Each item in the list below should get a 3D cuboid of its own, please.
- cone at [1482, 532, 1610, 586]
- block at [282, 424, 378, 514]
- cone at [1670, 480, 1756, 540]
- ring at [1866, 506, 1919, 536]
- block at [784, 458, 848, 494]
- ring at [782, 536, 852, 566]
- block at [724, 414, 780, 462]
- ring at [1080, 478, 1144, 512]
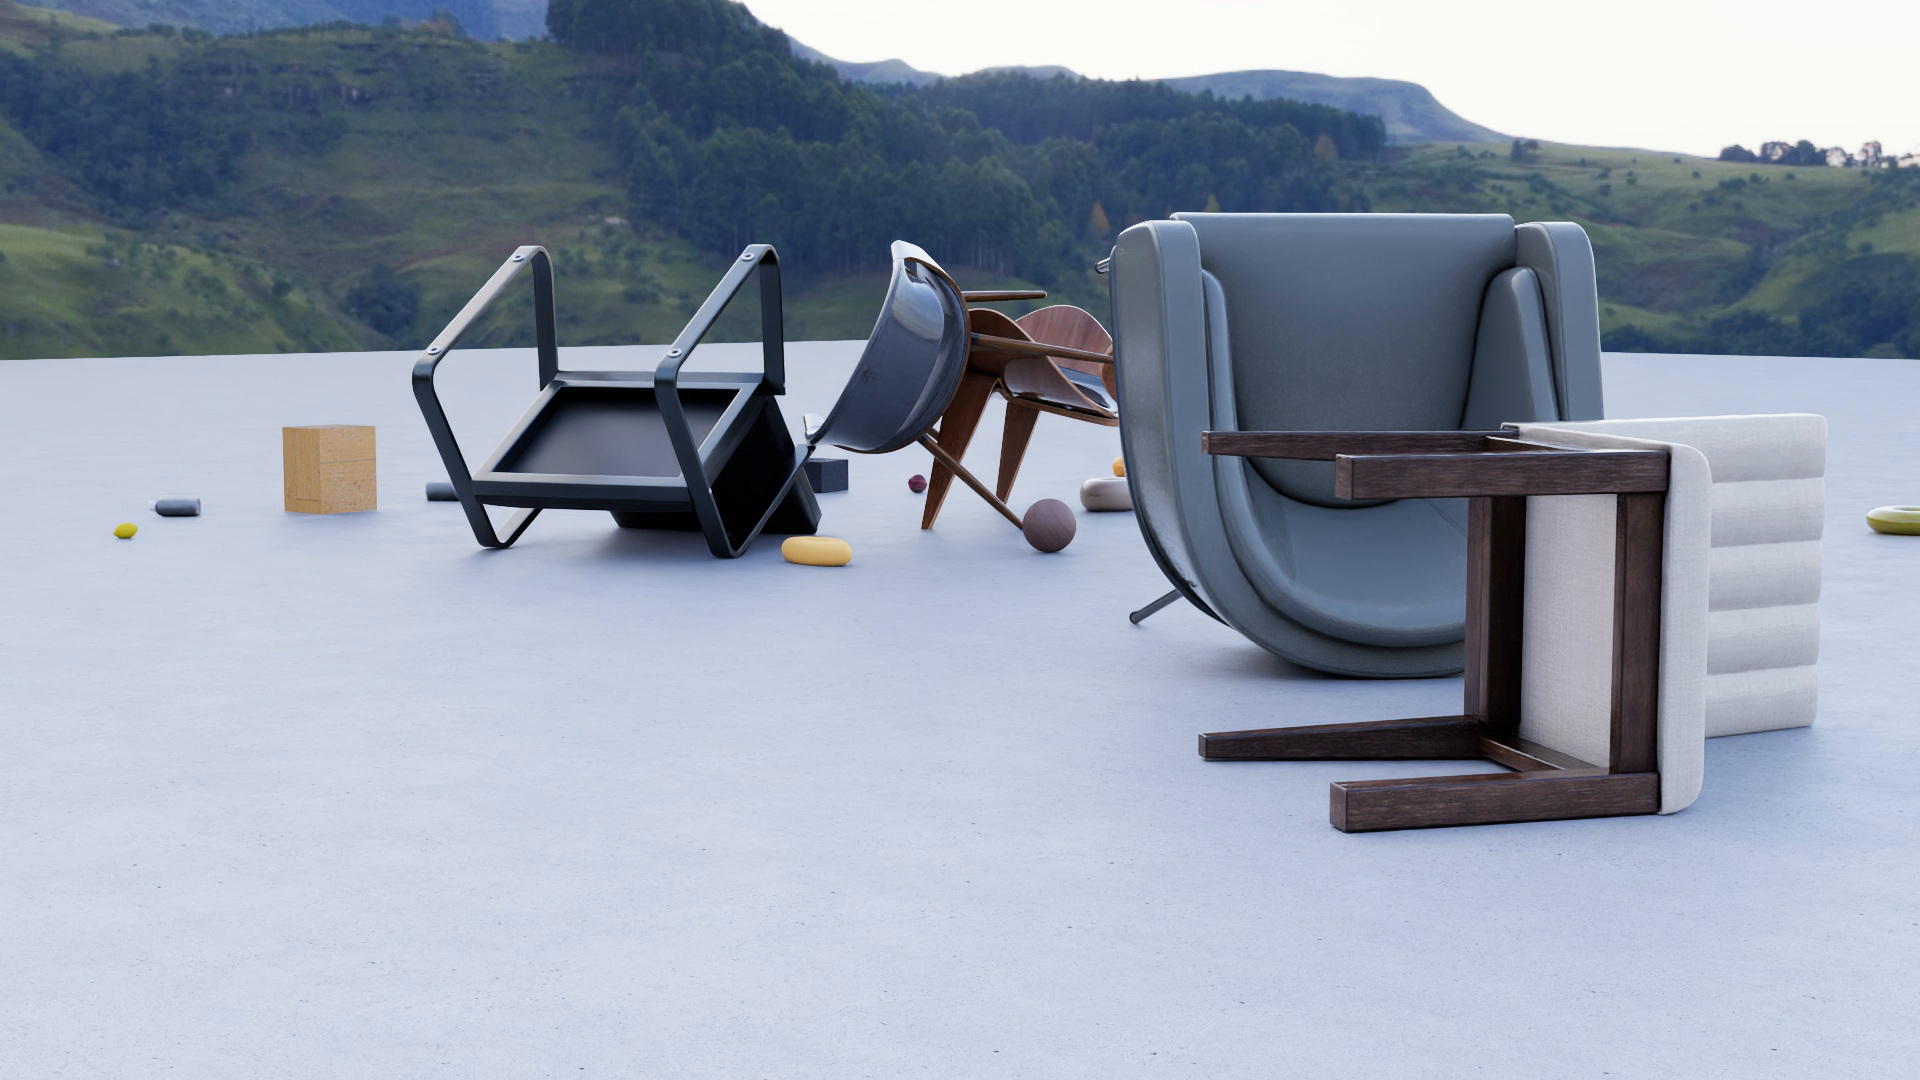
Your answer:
[{"bbox_3d":[1.215,0.059,5.560,0.274,0.117,0.260,1,-8,-30],"label":"cone"},{"bbox_3d":[-1.771,-0.201,7.213,0.165,0.236,0.193,5,8,38],"label":"block"},{"bbox_3d":[1.919,-0.086,6.536,0.130,0.145,0.260,-4,7,-34],"label":"cone"},{"bbox_3d":[2.451,-0.050,6.596,0.261,0.062,0.216,-3,8,-34],"label":"ring"},{"bbox_3d":[-0.442,-0.199,7.878,0.137,0.094,0.155,3,7,29],"label":"block"},{"bbox_3d":[-0.329,0.026,5.887,0.213,0.057,0.095,5,9,42],"label":"ring"},{"bbox_3d":[-0.748,-0.371,9.238,0.166,0.158,0.265,0,6,4],"label":"block"},{"bbox_3d":[0.431,-0.130,7.255,0.170,0.087,0.242,1,5,28],"label":"ring"}]
